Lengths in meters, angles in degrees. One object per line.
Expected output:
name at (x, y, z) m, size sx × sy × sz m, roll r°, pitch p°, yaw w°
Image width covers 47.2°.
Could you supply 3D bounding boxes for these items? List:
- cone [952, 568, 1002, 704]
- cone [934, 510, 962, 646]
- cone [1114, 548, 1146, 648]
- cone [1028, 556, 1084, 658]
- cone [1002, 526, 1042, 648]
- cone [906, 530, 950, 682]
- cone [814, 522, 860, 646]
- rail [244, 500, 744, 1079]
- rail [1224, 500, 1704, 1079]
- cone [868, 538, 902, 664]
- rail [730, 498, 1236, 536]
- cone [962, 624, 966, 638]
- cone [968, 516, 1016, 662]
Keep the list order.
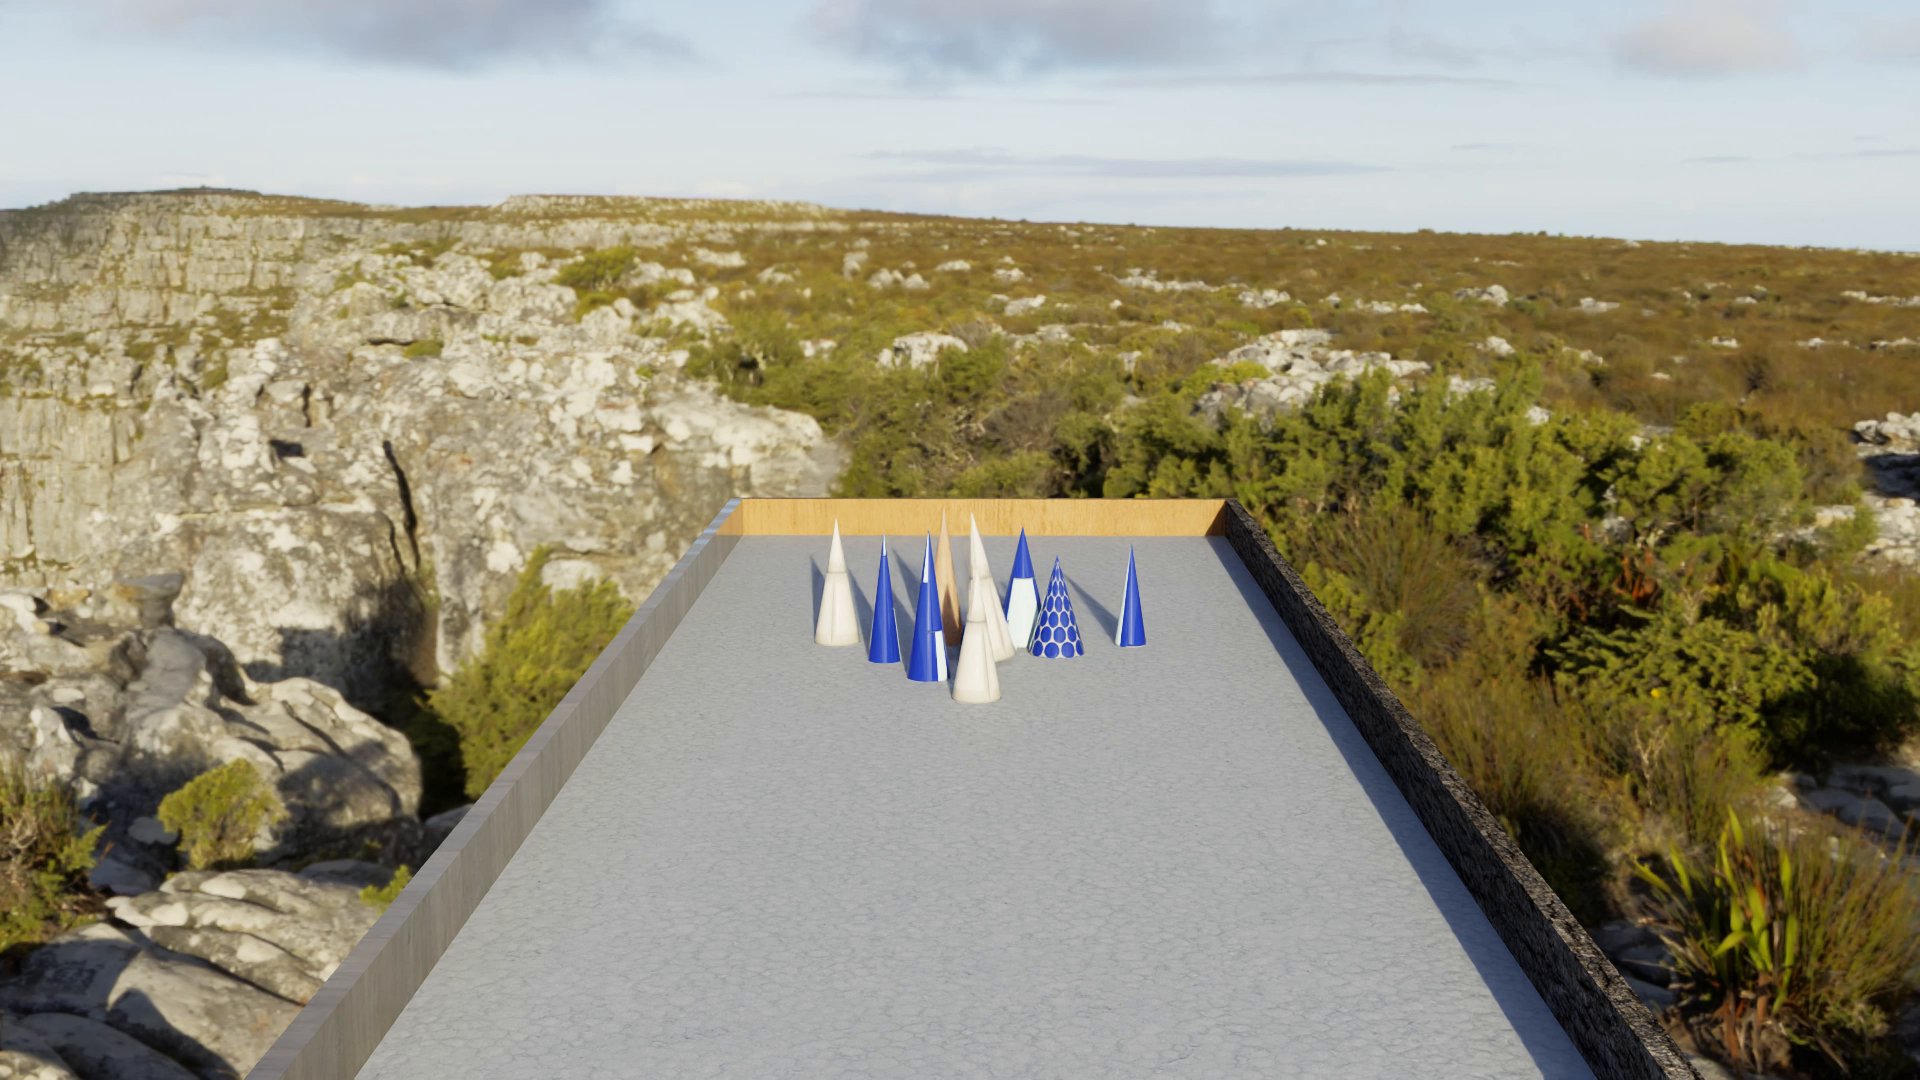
cone at (0.047, 0.259, 6.174) m, size 0.141 × 0.376 × 0.141 m, roll 0°, pitch 9°, yaw 0°
cone at (-0.051, 0.106, 6.934) m, size 0.132 × 0.441 × 0.132 m, roll 0°, pitch 9°, yaw 0°
cone at (0.538, 0.169, 6.912) m, size 0.101 × 0.323 × 0.101 m, roll 0°, pitch 9°, yaw 0°
cone at (0.299, 0.197, 6.789) m, size 0.177 × 0.307 × 0.177 m, roll 0°, pitch 9°, yaw 0°
cone at (0.198, 0.138, 6.944) m, size 0.179 × 0.373 × 0.179 m, roll 0°, pitch 9°, yaw 0°
cone at (-0.092, 0.184, 6.433) m, size 0.129 × 0.444 × 0.129 m, roll 0°, pitch 9°, yaw 0°
cone at (-0.389, 0.126, 6.947) m, size 0.146 × 0.397 × 0.146 m, roll 0°, pitch 9°, yaw 0°
rail at (-1.004, 0.839, 3.234) m, size 0.050 × 0.150 × 12.000 m, roll 0°, pitch 9°, yaw 1°
rail at (1.046, 0.843, 3.208) m, size 0.050 × 0.150 × 12.000 m, roll 0°, pitch 9°, yaw 1°
cone at (-0.230, 0.170, 6.673) m, size 0.102 × 0.396 × 0.102 m, roll 0°, pitch 9°, yaw 0°
rail at (0.099, -0.098, 9.147) m, size 2.100 × 0.150 × 0.050 m, roll 0°, pitch 9°, yaw 1°
cone at (0.078, 0.289, 7.012) m, size 0.109 × 0.109 × 0.388 m, roll 1°, pitch 1°, yaw 5°
cone at (0.065, 0.134, 6.652) m, size 0.151 × 0.455 × 0.151 m, roll -8°, pitch 6°, yaw 1°
